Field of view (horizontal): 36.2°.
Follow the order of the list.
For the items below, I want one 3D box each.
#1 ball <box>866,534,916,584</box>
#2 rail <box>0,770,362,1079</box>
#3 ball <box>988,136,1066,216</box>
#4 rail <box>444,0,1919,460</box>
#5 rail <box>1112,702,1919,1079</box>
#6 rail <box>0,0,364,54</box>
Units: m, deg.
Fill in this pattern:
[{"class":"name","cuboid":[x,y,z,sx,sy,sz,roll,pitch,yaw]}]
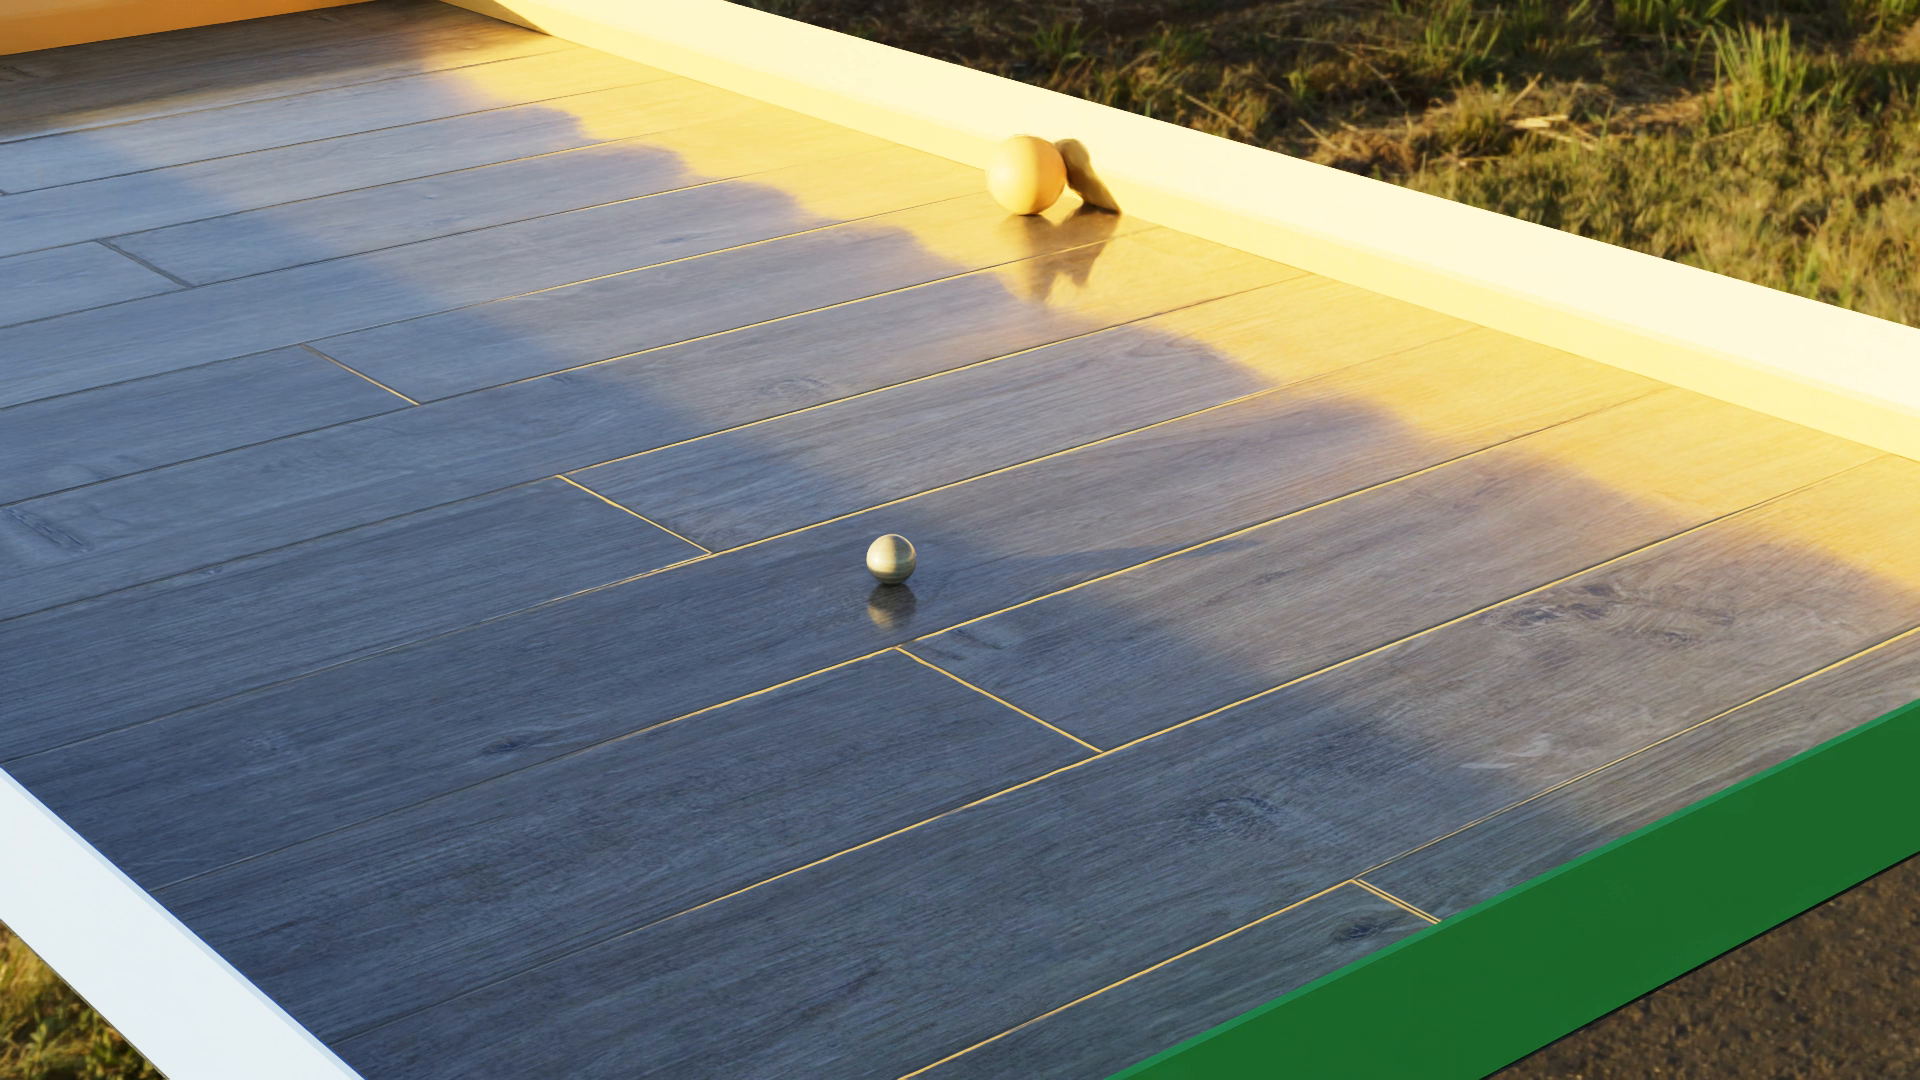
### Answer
[{"class":"ball","cuboid":[-0.057,0.016,2.467,0.042,0.042,0.042,0,22,0]},{"class":"rail","cuboid":[-1.163,-0.061,2.548,0.045,0.123,3.225,-17,28,-36]},{"class":"ball","cuboid":[0.080,-0.436,3.511,0.095,0.095,0.095,0,22,0]},{"class":"rail","cuboid":[0.137,-0.464,3.541,0.045,0.123,3.225,-17,28,-36]},{"class":"rail","cuboid":[0.498,0.198,1.908,1.732,0.123,0.045,-17,28,-36]},{"class":"rail","cuboid":[-1.523,-0.723,4.181,1.732,0.123,0.045,-17,28,-36]}]
